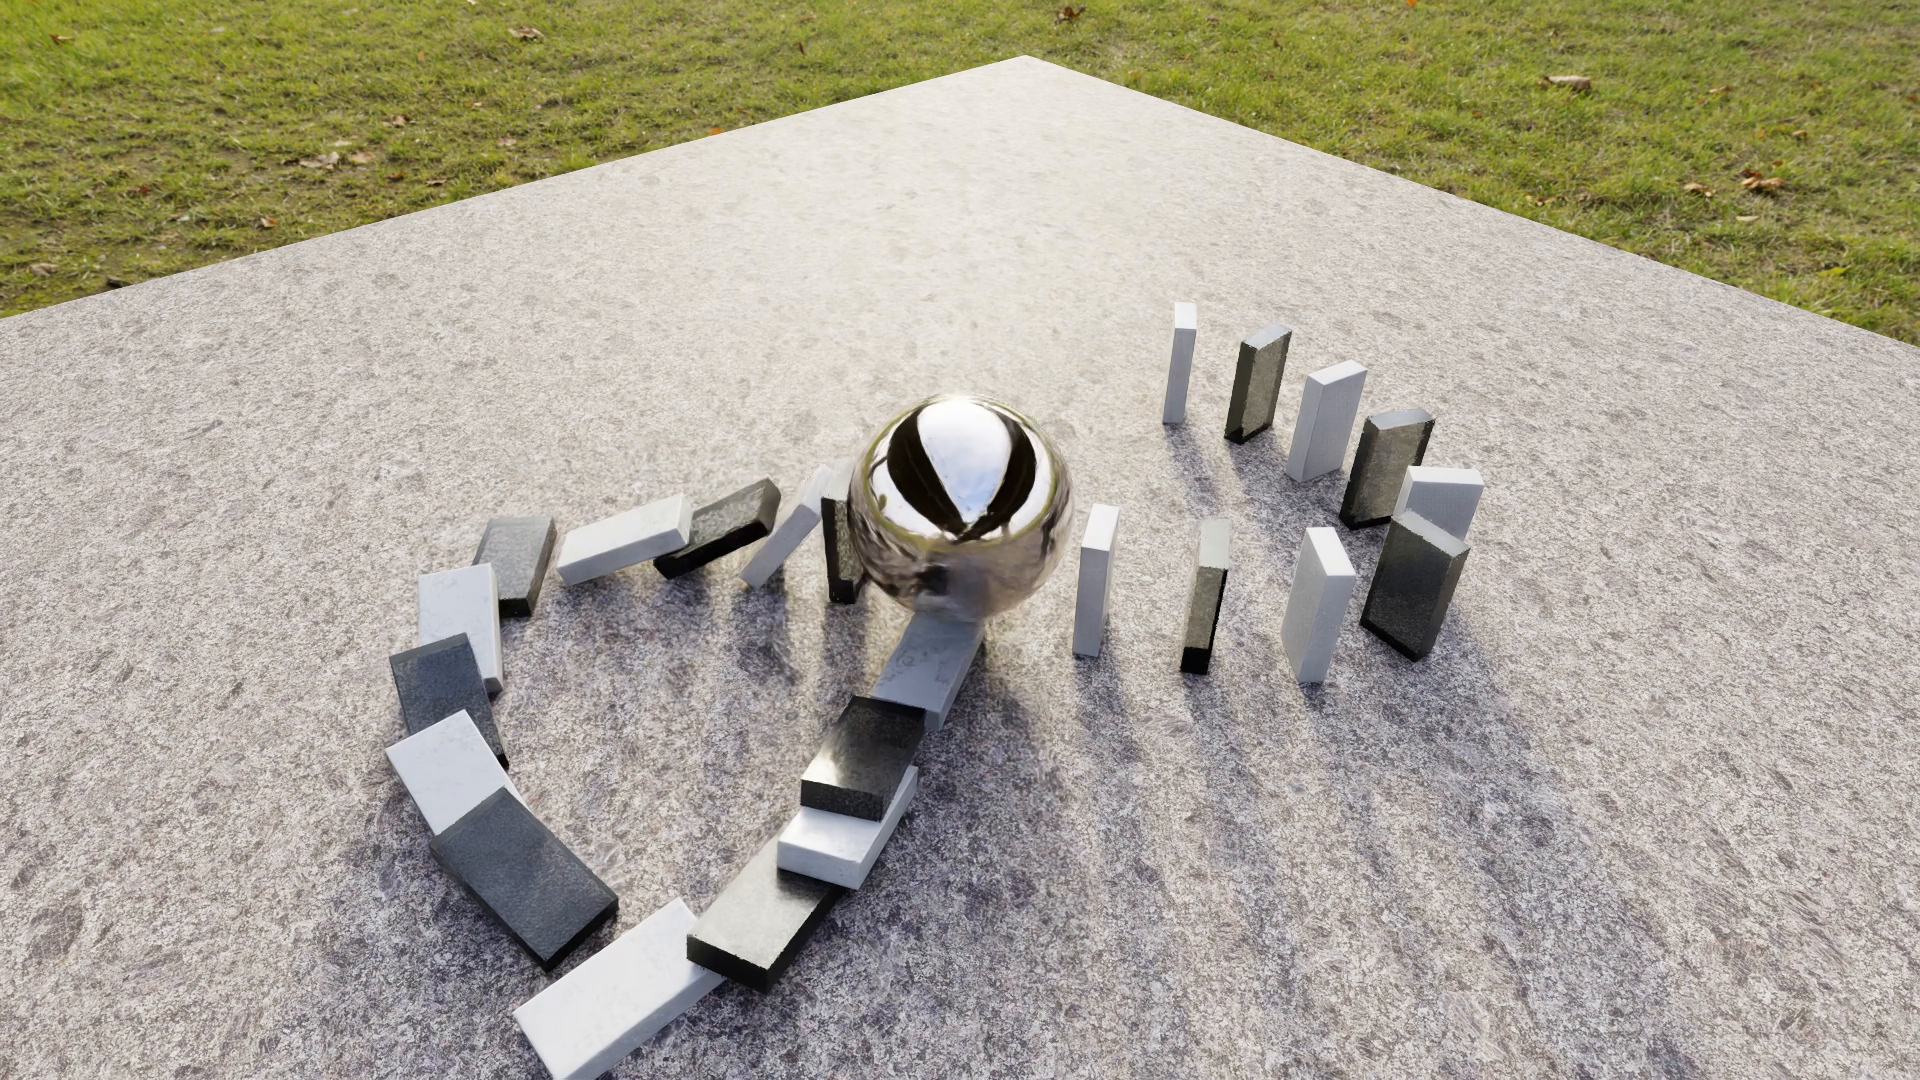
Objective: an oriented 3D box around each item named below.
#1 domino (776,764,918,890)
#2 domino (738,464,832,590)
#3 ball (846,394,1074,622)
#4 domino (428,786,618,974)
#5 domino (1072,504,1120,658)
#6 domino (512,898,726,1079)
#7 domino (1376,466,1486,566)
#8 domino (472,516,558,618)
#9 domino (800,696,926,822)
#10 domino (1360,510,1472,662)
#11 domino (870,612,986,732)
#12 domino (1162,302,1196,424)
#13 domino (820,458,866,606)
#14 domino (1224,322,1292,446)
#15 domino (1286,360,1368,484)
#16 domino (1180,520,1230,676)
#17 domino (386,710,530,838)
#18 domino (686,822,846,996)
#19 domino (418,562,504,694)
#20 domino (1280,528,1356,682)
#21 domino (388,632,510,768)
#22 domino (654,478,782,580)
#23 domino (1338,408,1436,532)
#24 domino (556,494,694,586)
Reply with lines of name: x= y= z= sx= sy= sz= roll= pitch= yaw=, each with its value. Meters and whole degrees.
domino: x=-0.033 y=0.083 z=0.331 sx=0.025 sy=0.009 sz=0.050 roll=11 pitch=23 yaw=14
domino: x=-0.065 y=-0.005 z=0.420 sx=0.010 sy=0.050 sz=0.025 roll=35 pitch=39 yaw=-14
ball: x=0.000 y=-0.011 z=0.388 sx=0.080 sy=0.080 sz=0.080 roll=0 pitch=39 yaw=0
domino: x=-0.125 y=0.097 z=0.316 sx=0.050 sy=0.010 sz=0.025 roll=36 pitch=50 yaw=17
domino: x=0.049 y=0.015 z=0.393 sx=0.009 sy=0.050 sz=0.025 roll=10 pitch=40 yaw=12
domino: x=-0.090 y=0.122 z=0.295 sx=0.050 sy=0.009 sz=0.025 roll=-31 pitch=48 yaw=-32
domino: x=0.177 y=-0.004 z=0.417 sx=0.025 sy=0.050 sz=0.010 roll=4 pitch=39 yaw=4
domino: x=-0.176 y=0.010 z=0.431 sx=0.025 sy=0.010 sz=0.050 roll=-3 pitch=39 yaw=-4
domino: x=-0.029 y=0.067 z=0.344 sx=0.025 sy=0.010 sz=0.050 roll=10 pitch=23 yaw=10
domino: x=0.161 y=0.017 z=0.391 sx=0.009 sy=0.050 sz=0.025 roll=-24 pitch=45 yaw=-26
domino: x=-0.011 y=0.044 z=0.390 sx=0.025 sy=0.010 sz=0.050 roll=12 pitch=41 yaw=15
domino: x=0.102 y=-0.082 z=0.511 sx=0.009 sy=0.050 sz=0.025 roll=5 pitch=40 yaw=7
domino: x=-0.043 y=-0.003 z=0.415 sx=0.010 sy=0.050 sz=0.025 roll=8 pitch=40 yaw=9
domino: x=0.134 y=-0.070 z=0.497 sx=0.025 sy=0.050 sz=0.009 roll=-31 pitch=48 yaw=-32
domino: x=0.157 y=-0.051 z=0.473 sx=0.025 sy=0.050 sz=0.010 roll=-20 pitch=43 yaw=-23
domino: x=0.086 y=0.021 z=0.386 sx=0.009 sy=0.050 sz=0.025 roll=8 pitch=40 yaw=9
domino: x=-0.152 y=0.079 z=0.338 sx=0.025 sy=0.010 sz=0.050 roll=-29 pitch=63 yaw=-31
domino: x=-0.051 y=0.102 z=0.310 sx=0.025 sy=0.009 sz=0.050 roll=16 pitch=28 yaw=18
domino: x=-0.179 y=0.033 z=0.394 sx=0.025 sy=0.009 sz=0.050 roll=-11 pitch=54 yaw=-13
domino: x=0.124 y=0.023 z=0.383 sx=0.009 sy=0.050 sz=0.025 roll=-1 pitch=39 yaw=-2
domino: x=-0.169 y=0.057 z=0.364 sx=0.025 sy=0.010 sz=0.050 roll=-19 pitch=58 yaw=-22
domino: x=-0.095 y=-0.004 z=0.430 sx=0.050 sy=0.010 sz=0.025 roll=-23 pitch=35 yaw=20
domino: x=0.172 y=-0.028 z=0.446 sx=0.025 sy=0.050 sz=0.010 roll=-11 pitch=41 yaw=-13
domino: x=-0.131 y=0.000 z=0.431 sx=0.050 sy=0.010 sz=0.025 roll=-18 pitch=35 yaw=5
